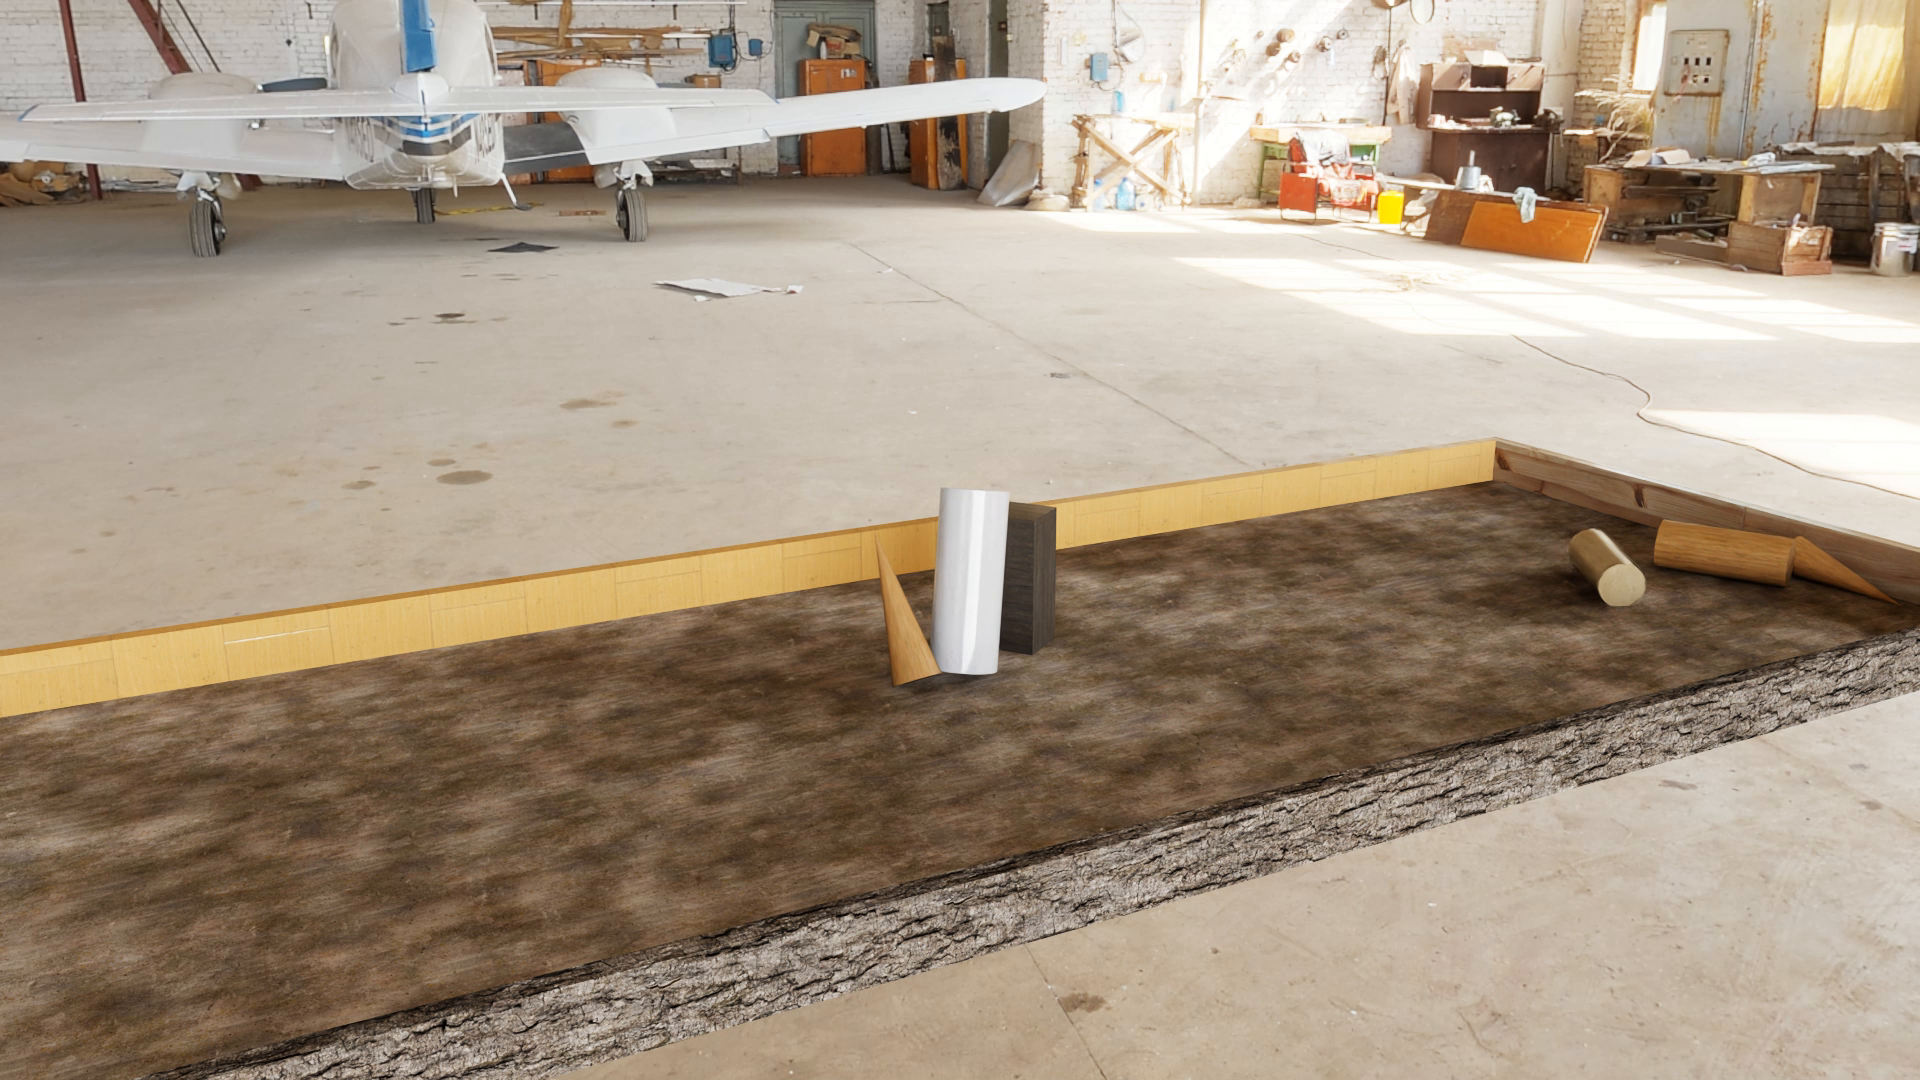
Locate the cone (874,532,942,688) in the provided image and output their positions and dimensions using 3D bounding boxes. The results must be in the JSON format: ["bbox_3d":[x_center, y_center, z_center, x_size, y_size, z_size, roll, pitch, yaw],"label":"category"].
[{"bbox_3d":[-0.160,0.160,4.094,0.126,0.390,0.126,-16,-6,-2],"label":"cone"}]

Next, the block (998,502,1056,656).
[{"bbox_3d":[0.155,0.099,4.369,0.149,0.366,0.149,8,18,25],"label":"block"}]

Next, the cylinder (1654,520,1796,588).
[{"bbox_3d":[2.299,0.039,4.962,0.365,0.147,0.147,11,20,33],"label":"cylinder"}]

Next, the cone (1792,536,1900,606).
[{"bbox_3d":[2.605,0.117,4.846,0.125,0.125,0.357,-9,29,-28],"label":"cone"}]

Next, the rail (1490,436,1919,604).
[{"bbox_3d":[2.466,-0.048,5.253,0.050,0.150,2.100,-9,18,-27],"label":"rail"}]

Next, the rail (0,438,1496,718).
[{"bbox_3d":[-3.305,0.497,3.399,12.000,0.150,0.050,-9,18,-27],"label":"rail"}]

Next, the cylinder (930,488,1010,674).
[{"bbox_3d":[0.023,0.100,4.158,0.175,0.455,0.175,4,3,0],"label":"cylinder"}]

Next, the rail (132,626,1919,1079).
[{"bbox_3d":[-2.336,1.006,1.665,12.000,0.150,0.050,-9,18,-27],"label":"rail"}]

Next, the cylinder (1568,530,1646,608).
[{"bbox_3d":[1.901,0.079,4.857,0.129,0.129,0.360,2,16,6],"label":"cylinder"}]
